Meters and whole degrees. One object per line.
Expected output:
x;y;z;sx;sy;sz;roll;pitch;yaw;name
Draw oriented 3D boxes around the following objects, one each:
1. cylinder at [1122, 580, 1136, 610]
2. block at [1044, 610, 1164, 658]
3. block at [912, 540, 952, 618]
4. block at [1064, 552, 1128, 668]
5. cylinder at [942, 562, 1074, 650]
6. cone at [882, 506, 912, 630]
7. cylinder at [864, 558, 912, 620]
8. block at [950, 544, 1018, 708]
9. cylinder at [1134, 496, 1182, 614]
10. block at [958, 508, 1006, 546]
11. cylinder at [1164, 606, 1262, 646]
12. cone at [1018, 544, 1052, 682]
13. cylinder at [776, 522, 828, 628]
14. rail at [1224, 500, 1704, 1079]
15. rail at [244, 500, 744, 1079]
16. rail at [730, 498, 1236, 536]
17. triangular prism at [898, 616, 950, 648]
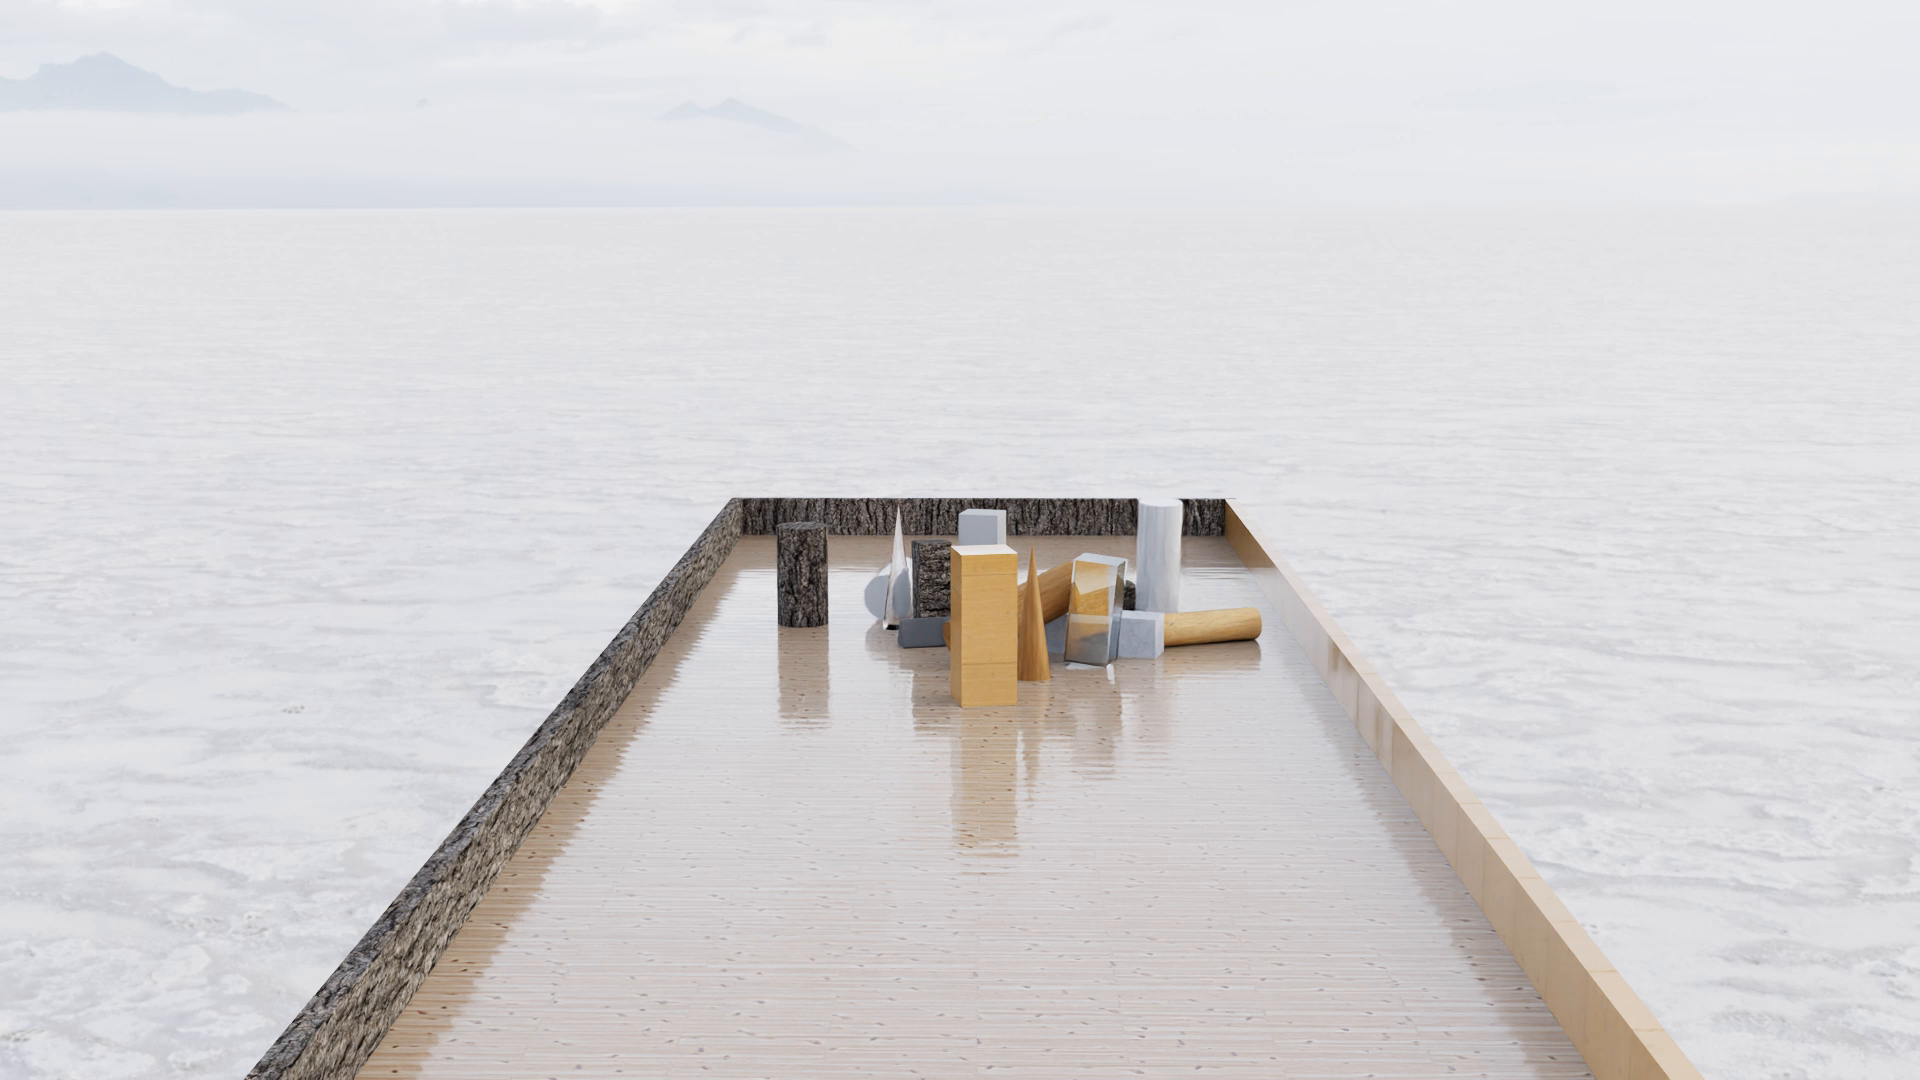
0.429;0.225;7.175;0.129;0.129;0.448;6;11;33;cylinder
0.404;0.284;6.830;0.441;0.121;0.121;3;9;17;block
-0.089;0.156;7.027;0.105;0.305;0.105;-2;5;-14;block
0.410;0.211;6.645;0.135;0.312;0.135;8;11;16;block
0.172;0.221;6.698;0.450;0.145;0.145;-26;20;-25;cylinder
-0.199;0.084;7.173;0.107;0.409;0.107;0;9;0;cone
-0.219;0.164;7.489;0.153;0.153;0.357;1;9;8;cylinder
0.066;0.238;6.148;0.158;0.426;0.158;-2;9;-11;block
0.648;0.075;7.189;0.143;0.411;0.143;1;14;0;cylinder
0.074;0.095;7.208;0.129;0.376;0.129;2;9;13;block
0.763;0.275;6.947;0.378;0.102;0.102;-4;10;-21;cylinder
0.212;0.203;6.435;0.113;0.404;0.113;0;9;0;cone
-0.519;0.113;7.256;0.169;0.326;0.169;0;9;0;cylinder
1.046;0.843;3.208;0.050;0.150;12.000;0;9;1;rail
-1.004;0.839;3.234;0.050;0.150;12.000;0;9;1;rail
0.099;-0.098;9.147;2.100;0.150;0.050;0;9;1;rail
-0.031;0.283;6.943;0.320;0.083;0.096;-2;9;-14;triangular prism
